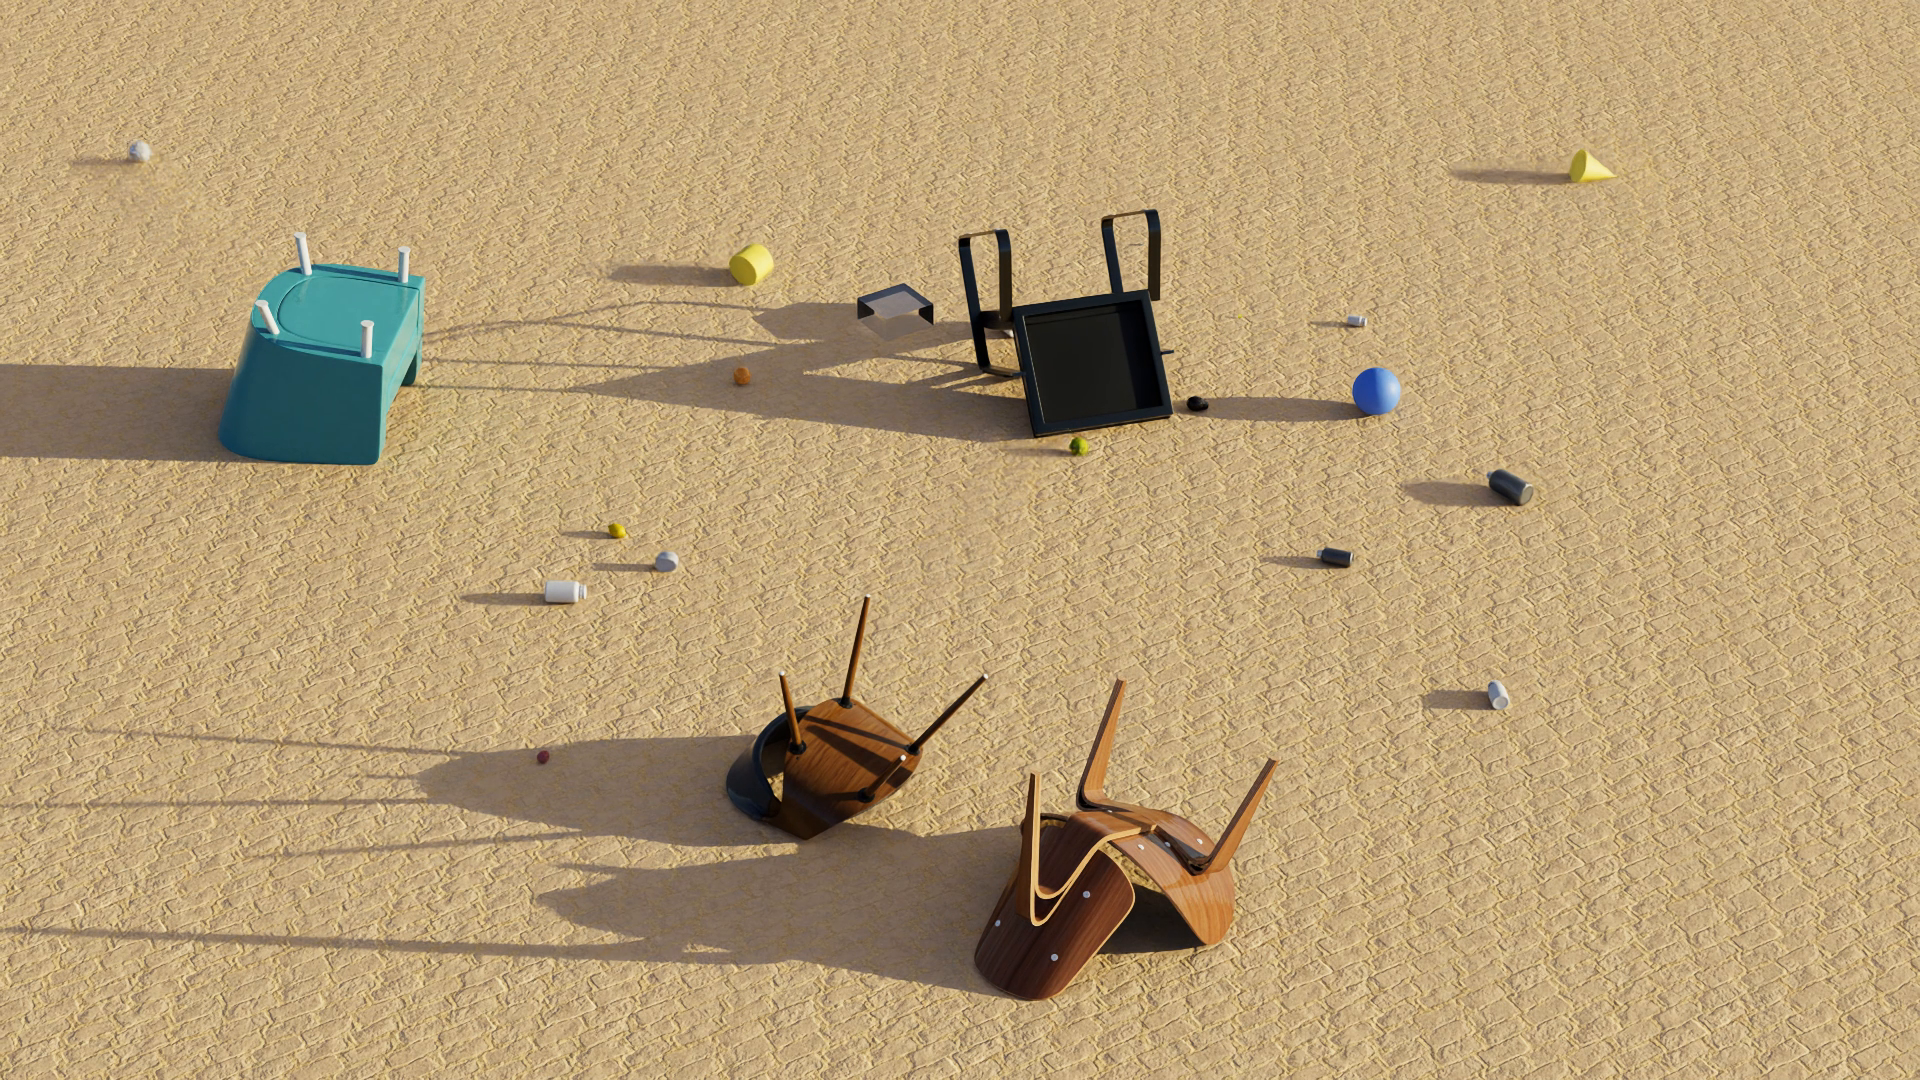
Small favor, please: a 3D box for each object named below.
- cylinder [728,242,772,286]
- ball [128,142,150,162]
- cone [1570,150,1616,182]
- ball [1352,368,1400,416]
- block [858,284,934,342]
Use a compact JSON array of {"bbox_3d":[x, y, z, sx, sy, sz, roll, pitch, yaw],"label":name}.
[{"bbox_3d":[-0.900,-1.188,12.622,0.147,0.129,0.136,47,42,-3],"label":"cylinder"},{"bbox_3d":[-3.799,-1.796,13.581,0.099,0.099,0.099,0,33,0],"label":"ball"},{"bbox_3d":[2.926,-1.691,13.448,0.205,0.144,0.164,13,50,-17],"label":"cone"},{"bbox_3d":[1.658,-0.592,11.669,0.192,0.192,0.192,0,33,0],"label":"ball"},{"bbox_3d":[-0.271,-0.958,12.302,0.236,0.105,0.224,-20,38,-28],"label":"block"}]
